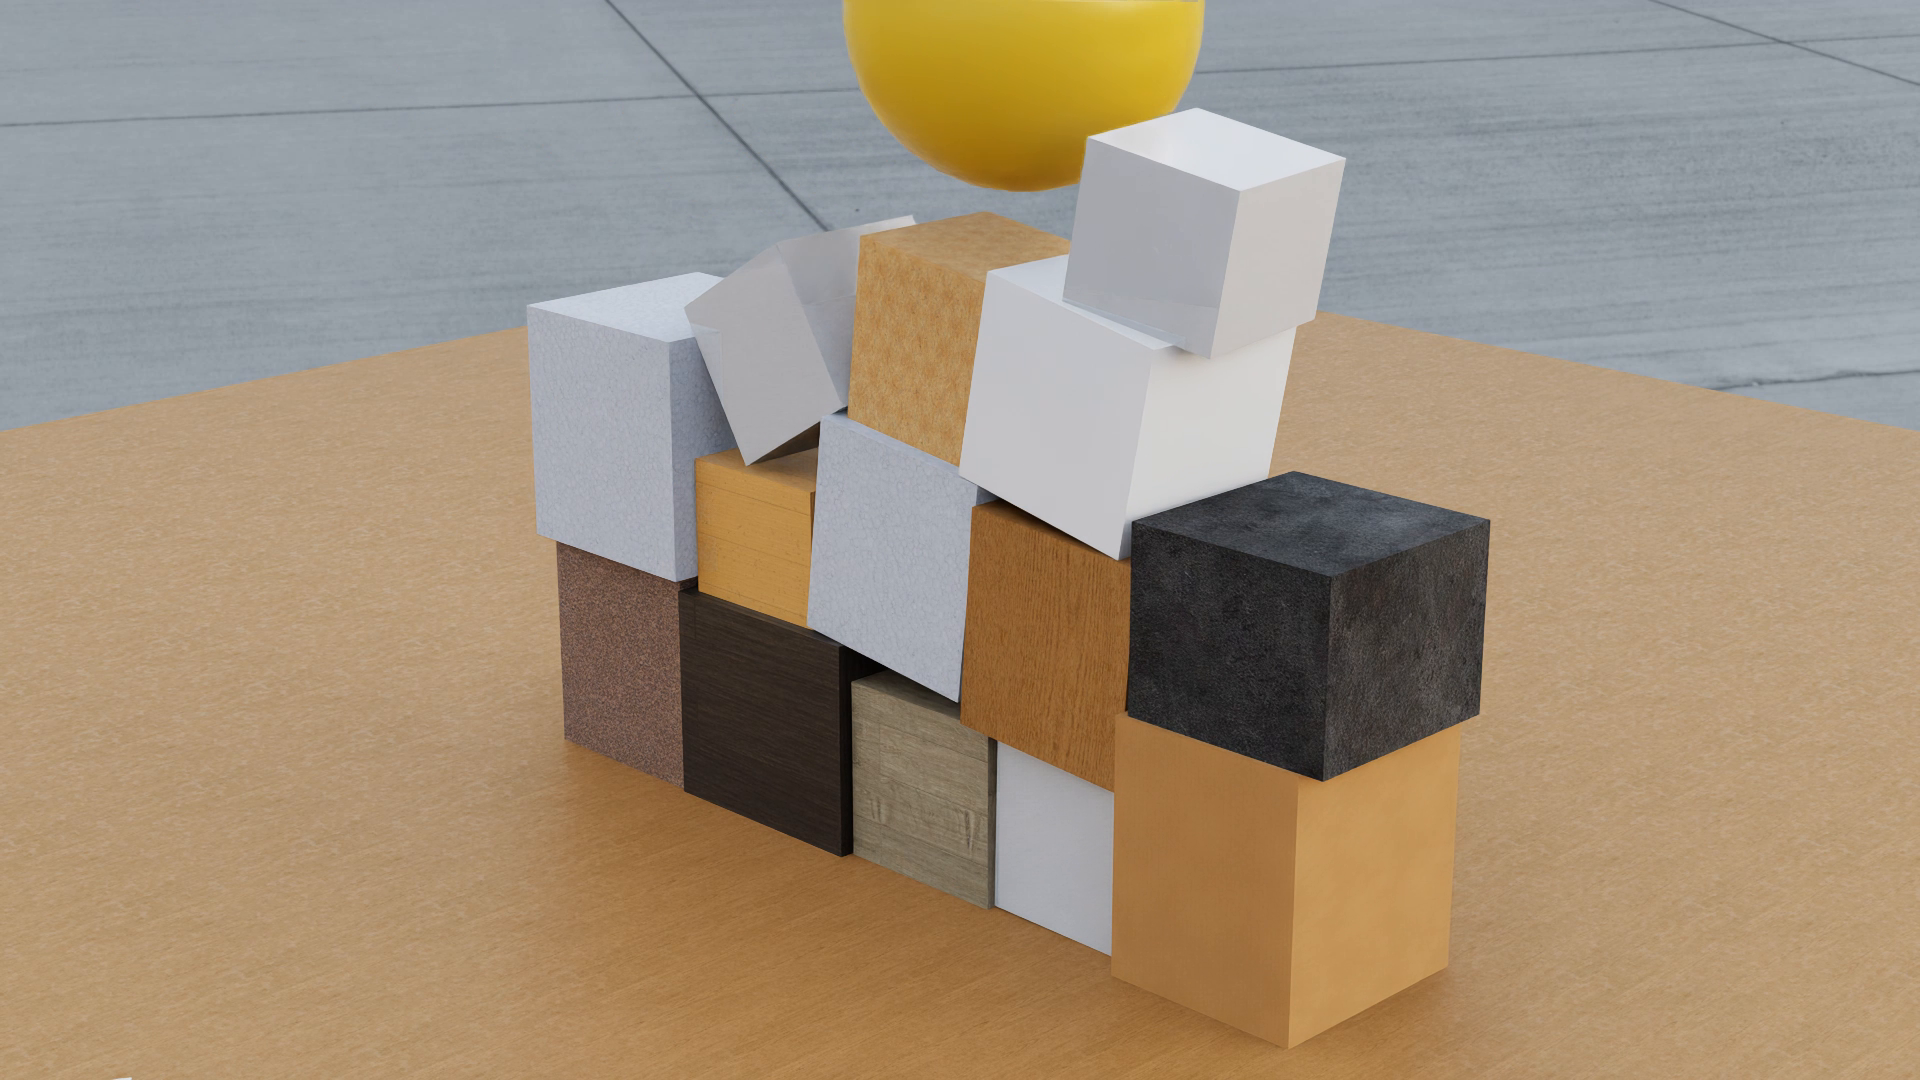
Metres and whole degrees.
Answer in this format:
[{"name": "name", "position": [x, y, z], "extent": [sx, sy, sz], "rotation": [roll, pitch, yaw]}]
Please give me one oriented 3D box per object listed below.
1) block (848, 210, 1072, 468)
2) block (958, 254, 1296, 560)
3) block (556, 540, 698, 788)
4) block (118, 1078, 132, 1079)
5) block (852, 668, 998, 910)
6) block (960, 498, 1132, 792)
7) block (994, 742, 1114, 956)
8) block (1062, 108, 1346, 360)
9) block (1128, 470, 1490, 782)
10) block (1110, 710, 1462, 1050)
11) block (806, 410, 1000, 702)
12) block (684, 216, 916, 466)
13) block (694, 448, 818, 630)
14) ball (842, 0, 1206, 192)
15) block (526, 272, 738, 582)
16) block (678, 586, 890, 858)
[{"name": "block", "position": [0.087, -0.895, 13.001], "extent": [0.785, 0.851, 0.798], "rotation": [-17, 31, -42]}, {"name": "block", "position": [0.703, -0.612, 12.402], "extent": [0.909, 0.933, 0.947], "rotation": [-16, 34, -42]}, {"name": "block", "position": [-1.350, 0.495, 14.917], "extent": [0.966, 1.111, 0.968], "rotation": [-17, 24, -42]}, {"name": "block", "position": [-3.175, 2.311, 10.006], "extent": [0.710, 0.591, 0.734], "rotation": [-4, 18, -14]}, {"name": "block", "position": [0.112, 1.060, 13.543], "extent": [0.848, 0.857, 0.877], "rotation": [-17, 24, -42]}, {"name": "block", "position": [0.707, 0.357, 12.737], "extent": [0.937, 1.013, 0.991], "rotation": [21, 27, 41]}, {"name": "block", "position": [0.740, 1.256, 12.988], "extent": [0.831, 0.802, 0.808], "rotation": [-17, 25, -42]}, {"name": "block", "position": [0.991, -1.262, 11.934], "extent": [0.737, 0.702, 0.787], "rotation": [25, 29, 31]}, {"name": "block", "position": [1.420, 0.322, 11.974], "extent": [1.014, 0.841, 1.041], "rotation": [17, 24, 42]}, {"name": "block", "position": [1.365, 1.273, 12.323], "extent": [0.961, 1.182, 1.084], "rotation": [17, 24, 42]}, {"name": "block", "position": [0.023, -0.022, 13.344], "extent": [0.964, 1.029, 0.990], "rotation": [-17, 31, -42]}, {"name": "block", "position": [-0.612, -0.935, 13.727], "extent": [0.848, 0.810, 0.788], "rotation": [-17, -7, -42]}, {"name": "block", "position": [-0.675, -0.075, 14.014], "extent": [0.810, 0.663, 0.836], "rotation": [17, 24, 42]}, {"name": "ball", "position": [0.279, -2.336, 12.900], "extent": [1.600, 1.600, 1.600], "rotation": [0, 17, 0]}, {"name": "block", "position": [-1.355, -0.591, 14.558], "extent": [1.089, 1.176, 1.091], "rotation": [-17, 24, -42]}, {"name": "block", "position": [-0.589, 0.752, 14.221], "extent": [1.033, 1.038, 1.138], "rotation": [-17, 24, -42]}]
